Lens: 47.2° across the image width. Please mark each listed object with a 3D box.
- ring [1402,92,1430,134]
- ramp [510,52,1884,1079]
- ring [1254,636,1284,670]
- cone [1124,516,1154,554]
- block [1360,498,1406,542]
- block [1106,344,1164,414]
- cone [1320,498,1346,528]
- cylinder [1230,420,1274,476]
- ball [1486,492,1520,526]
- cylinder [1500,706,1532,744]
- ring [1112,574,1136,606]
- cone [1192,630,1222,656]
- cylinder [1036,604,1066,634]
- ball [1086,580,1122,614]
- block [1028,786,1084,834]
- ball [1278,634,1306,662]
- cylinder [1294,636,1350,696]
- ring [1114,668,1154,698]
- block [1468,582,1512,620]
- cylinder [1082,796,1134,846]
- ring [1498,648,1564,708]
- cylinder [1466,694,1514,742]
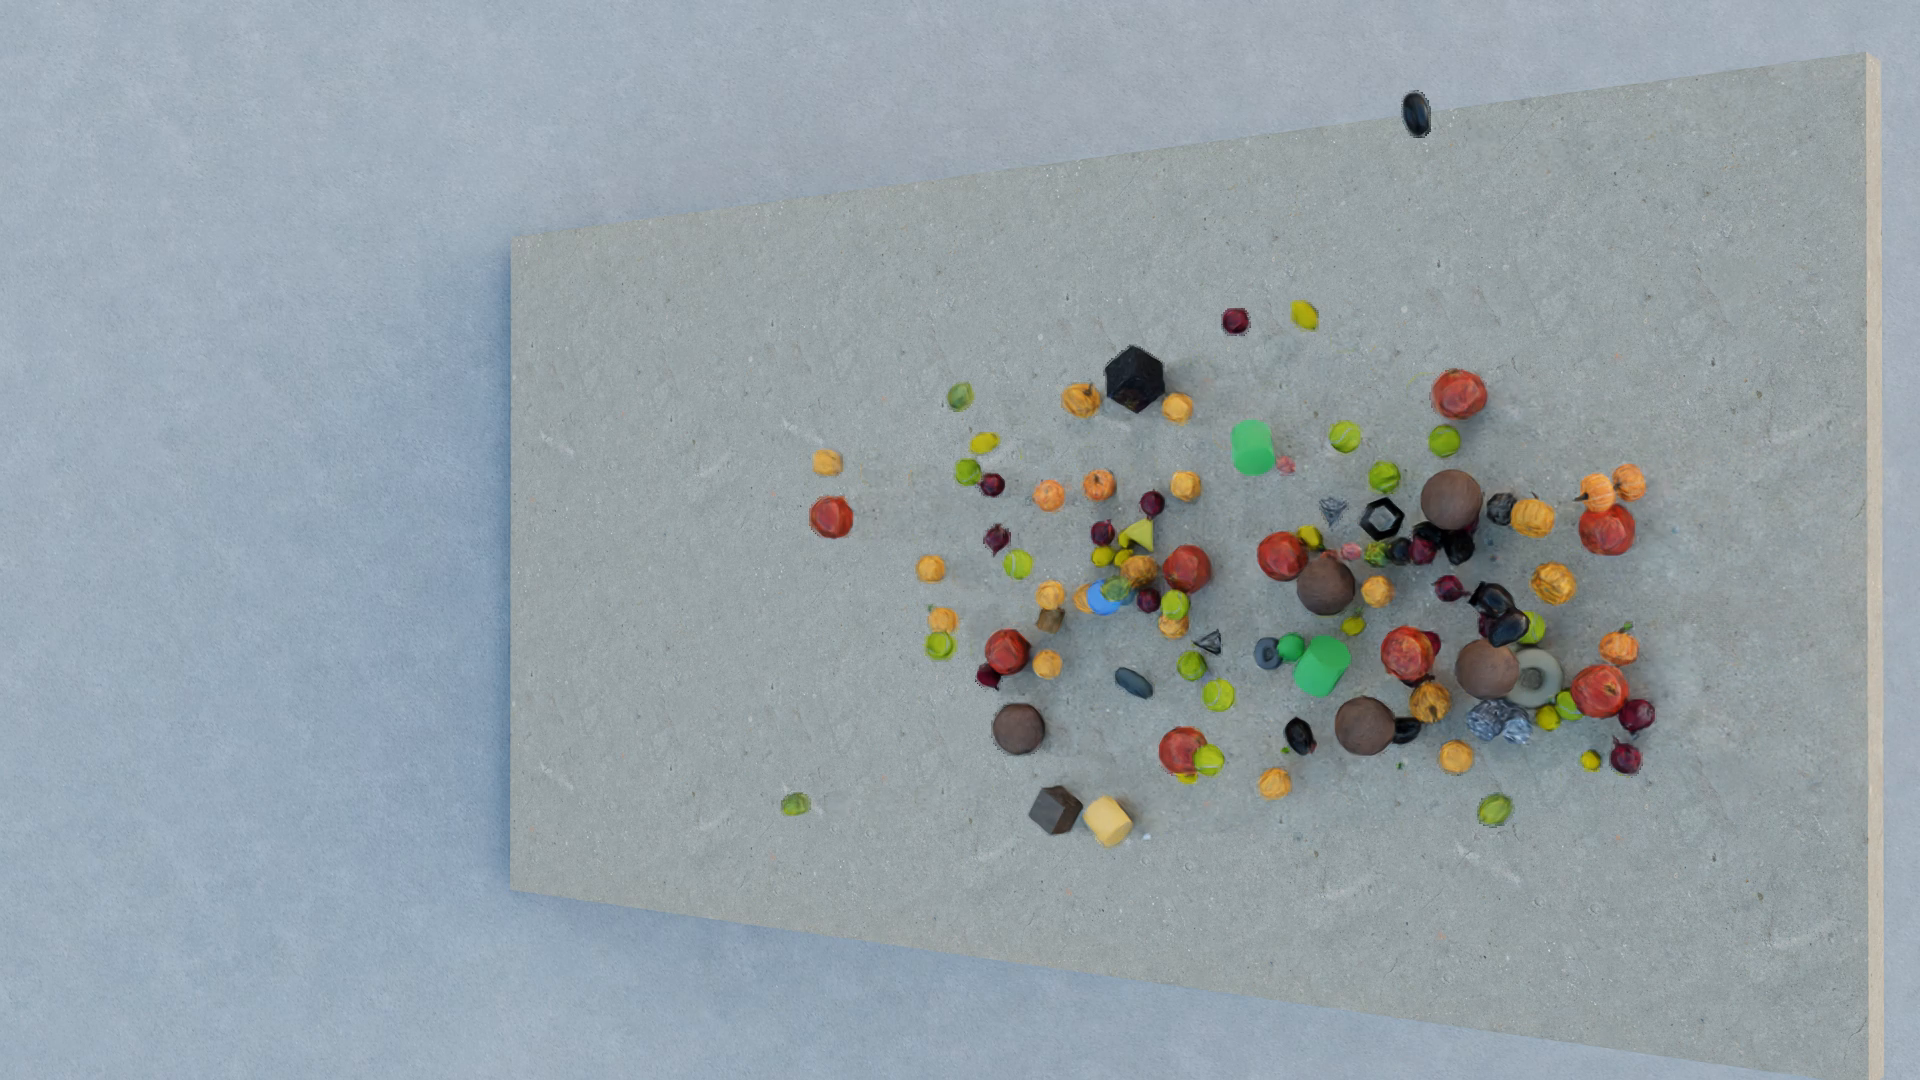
[{"bbox_3d":[0.985,-0.921,4.751,0.031,0.094,0.094,-16,90,-8],"label":"ring"},{"bbox_3d":[0.220,0.063,5.536,4.000,0.100,2.000,0,90,38],"label":"ramp"},{"bbox_3d":[0.712,0.262,5.064,0.078,0.026,0.078,0,89,39],"label":"ring"},{"bbox_3d":[0.446,-0.001,5.271,0.080,0.080,0.080,-30,100,0],"label":"cone"},{"bbox_3d":[0.926,-0.046,4.826,0.061,0.061,0.061,-17,50,-31],"label":"block"},{"bbox_3d":[0.415,-0.380,5.213,0.096,0.096,0.096,28,133,-29],"label":"block"},{"bbox_3d":[0.831,-0.053,4.913,0.059,0.059,0.059,2,116,0],"label":"cone"},{"bbox_3d":[0.668,-0.211,5.018,0.091,0.091,0.091,0,45,0],"label":"cylinder"},{"bbox_3d":[1.154,-0.065,4.675,0.070,0.070,0.070,0,90,0],"label":"ball"},{"bbox_3d":[1.162,0.386,4.596,0.061,0.061,0.061,2,111,6],"label":"cylinder"},{"bbox_3d":[0.395,0.120,5.312,0.026,0.079,0.079,2,89,-42],"label":"ring"},{"bbox_3d":[0.570,0.240,5.107,0.060,0.060,0.060,1,90,-7],"label":"cone"},{"bbox_3d":[0.223,0.194,5.416,0.058,0.058,0.058,21,98,0],"label":"cylinder"},{"bbox_3d":[0.344,0.136,5.231,0.085,0.085,0.085,0,90,0],"label":"ball"},{"bbox_3d":[0.235,0.664,5.404,0.081,0.081,0.081,38,112,32],"label":"block"},{"bbox_3d":[0.755,0.245,5.006,0.063,0.063,0.063,0,90,0],"label":"ball"},{"bbox_3d":[0.810,0.282,4.920,0.098,0.098,0.098,22,132,0],"label":"cylinder"},{"bbox_3d":[0.416,0.342,5.255,0.104,0.104,0.035,34,78,0],"label":"ring"},{"bbox_3d":[1.124,0.130,4.666,0.053,0.053,0.053,36,88,-26],"label":"block"},{"bbox_3d":[0.357,0.676,5.295,0.087,0.087,0.087,-40,62,0],"label":"cylinder"},{"bbox_3d":[1.202,0.292,4.632,0.136,0.045,0.136,2,106,7],"label":"ring"},{"bbox_3d":[1.129,0.376,4.670,0.075,0.075,0.075,-31,90,-23],"label":"cylinder"}]
